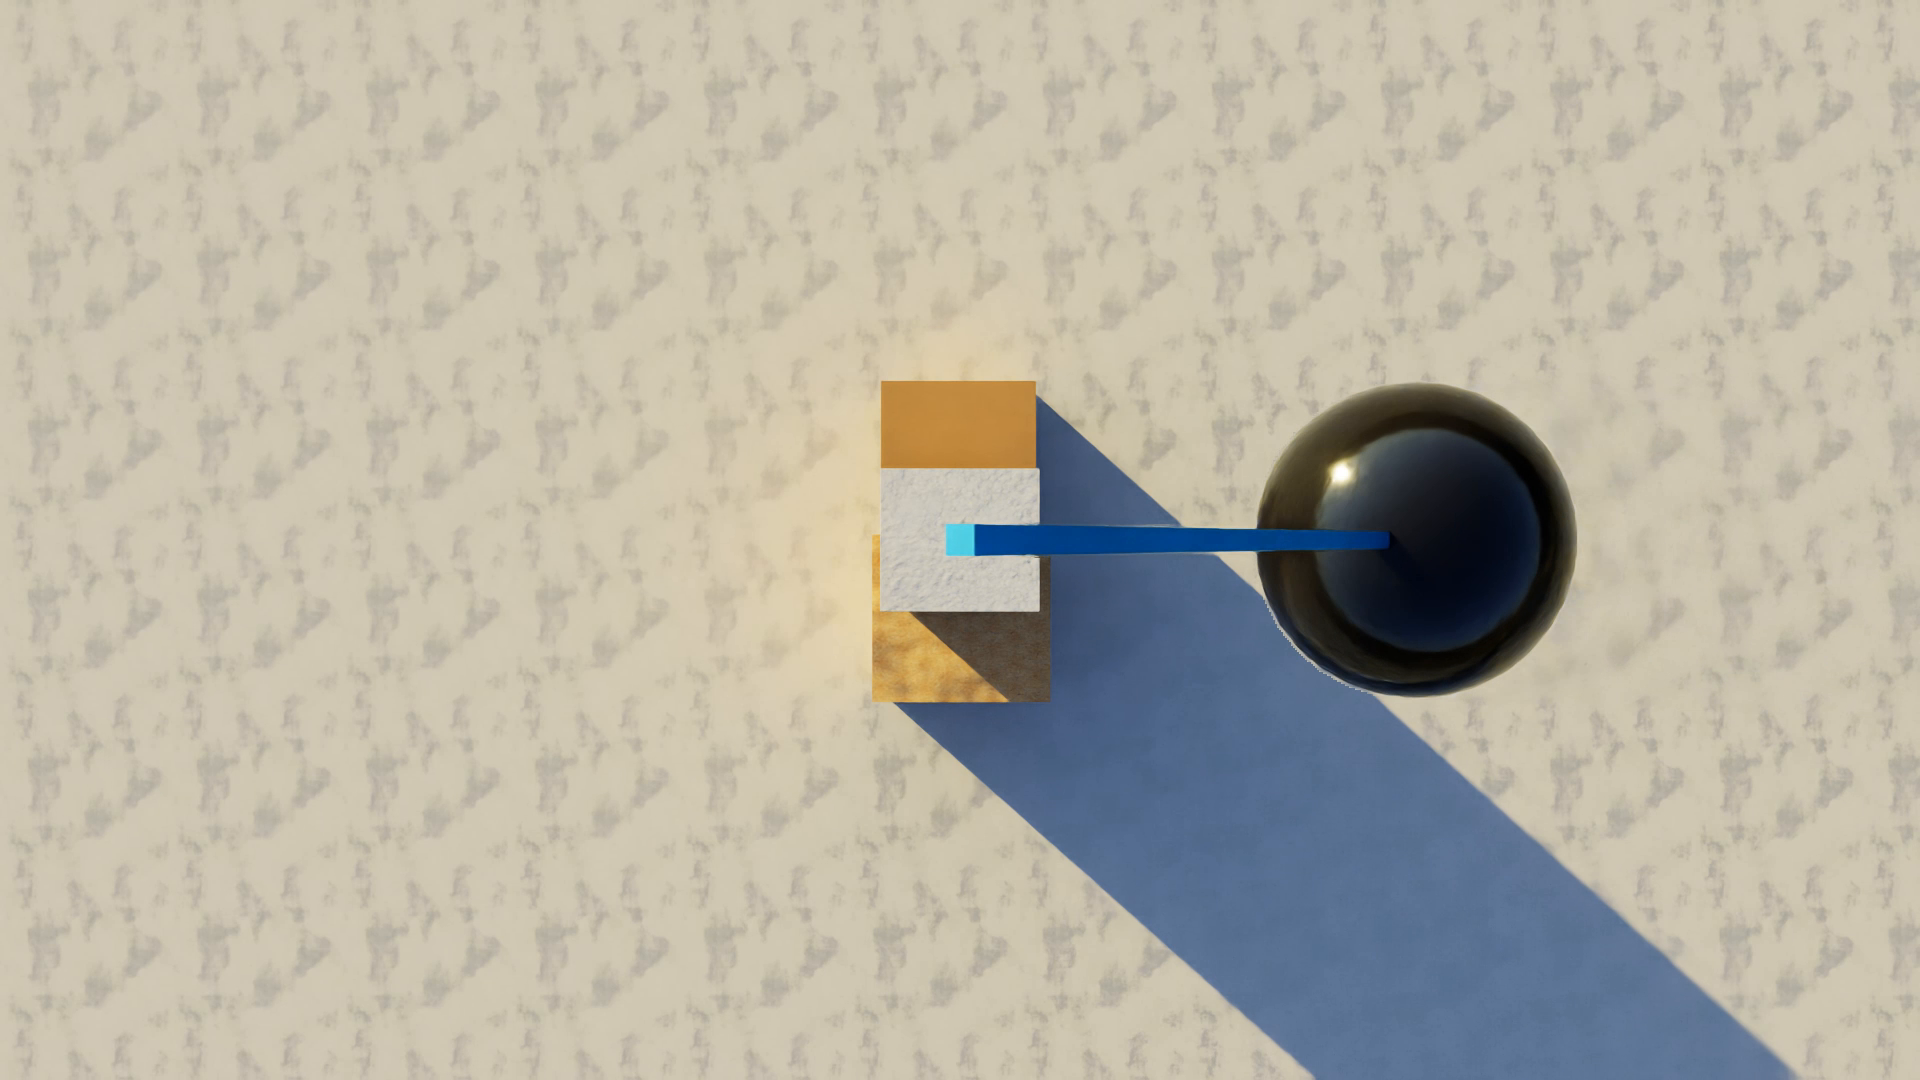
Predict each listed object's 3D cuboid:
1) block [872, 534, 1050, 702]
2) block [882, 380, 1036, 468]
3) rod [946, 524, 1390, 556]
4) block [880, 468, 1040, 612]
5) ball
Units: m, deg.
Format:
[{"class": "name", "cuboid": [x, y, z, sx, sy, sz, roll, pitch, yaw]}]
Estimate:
[{"class": "block", "cuboid": [0.007, 0.429, 12.514, 0.976, 0.972, 0.915, 0, 90, 0]}, {"class": "block", "cuboid": [-0.009, -0.463, 12.623, 0.862, 0.753, 0.848, 0, 90, 0]}, {"class": "rod", "cuboid": [0.994, 0.000, 7.975, 0.080, 5.200, 0.080, 0, 90, 22]}, {"class": "block", "cuboid": [-0.001, 0.000, 10.982, 0.770, 0.722, 0.690, 0, 90, 0]}, {"class": "ball", "cuboid": [2.295, 0.000, 11.116, 1.600, 1.600, 1.600, 0, 90, 0]}]
